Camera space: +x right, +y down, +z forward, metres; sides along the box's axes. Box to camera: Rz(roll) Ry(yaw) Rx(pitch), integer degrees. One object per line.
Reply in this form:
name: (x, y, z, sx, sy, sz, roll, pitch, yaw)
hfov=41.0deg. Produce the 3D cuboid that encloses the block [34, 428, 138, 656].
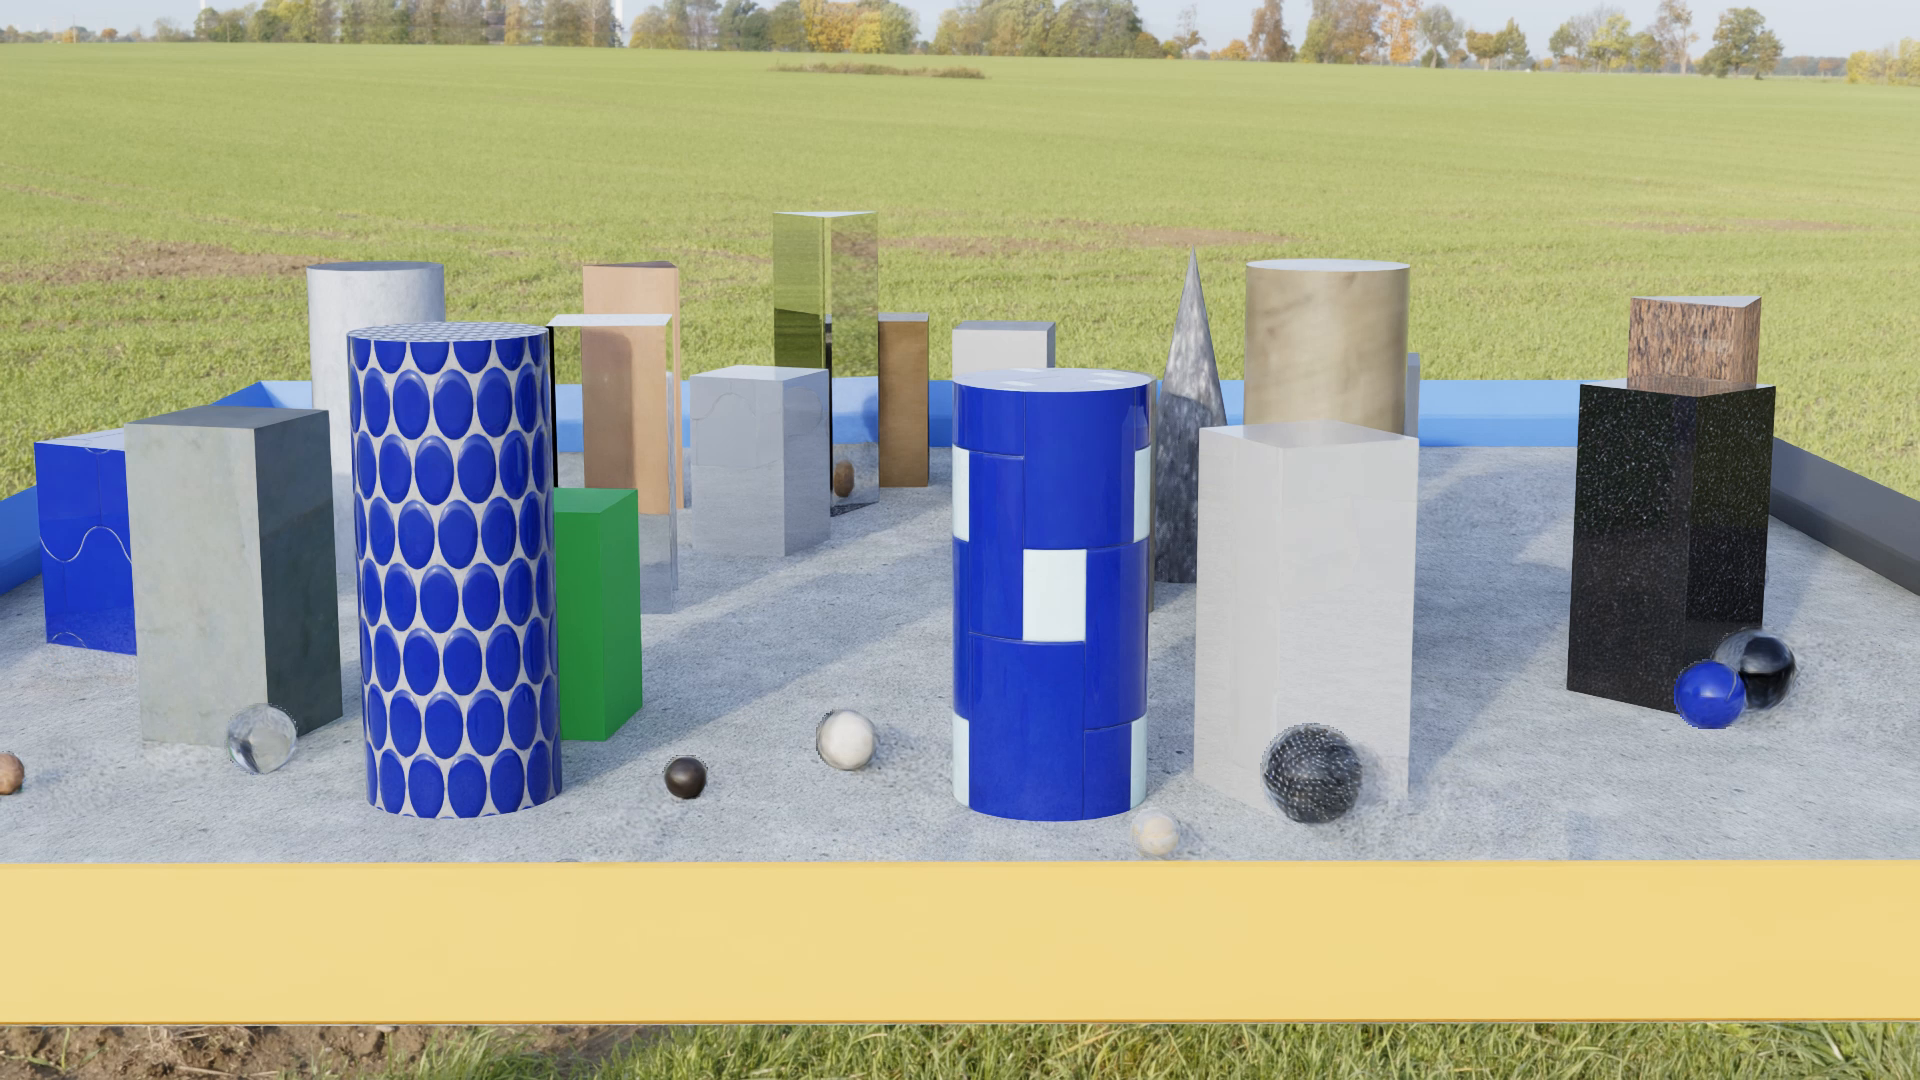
block: (-1.059, -0.002, 3.281, 0.157, 0.258, 0.157, 6, 12, 28)

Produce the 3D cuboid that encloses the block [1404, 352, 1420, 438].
block: (0.536, -0.077, 3.469, 0.157, 0.339, 0.157, 2, 11, 9)

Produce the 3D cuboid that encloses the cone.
cone: (0.332, -0.190, 3.700, 0.196, 0.476, 0.196, 0, 11, 0)

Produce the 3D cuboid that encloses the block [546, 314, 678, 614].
block: (-0.470, -0.105, 3.483, 0.157, 0.388, 0.157, -1, 11, -3)

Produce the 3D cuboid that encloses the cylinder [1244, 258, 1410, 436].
cylinder: (0.443, -0.091, 3.134, 0.196, 0.488, 0.196, 0, 11, 0)

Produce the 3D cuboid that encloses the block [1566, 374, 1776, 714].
block: (0.826, 0.000, 2.985, 0.157, 0.363, 0.157, -9, 14, -40)

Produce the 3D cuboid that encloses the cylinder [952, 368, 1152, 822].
cylinder: (0.090, 0.049, 2.558, 0.196, 0.421, 0.196, 0, 11, 0)

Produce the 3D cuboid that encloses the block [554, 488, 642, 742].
block: (-0.453, 0.079, 2.861, 0.157, 0.253, 0.157, 1, 11, 8)

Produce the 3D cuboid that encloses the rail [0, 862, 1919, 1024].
rail: (0.009, 0.304, 1.984, 2.669, 0.127, 0.045, 0, 11, 0)

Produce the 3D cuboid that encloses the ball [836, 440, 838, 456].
ball: (-0.187, -0.166, 4.662, 0.078, 0.078, 0.078, 0, 11, 0)

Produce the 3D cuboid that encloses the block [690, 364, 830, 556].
block: (-0.304, -0.124, 3.919, 0.157, 0.265, 0.157, 4, 11, 23)

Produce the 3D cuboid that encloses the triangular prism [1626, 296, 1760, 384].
triangular prism: (0.962, -0.091, 3.276, 0.147, 0.435, 0.170, -7, 13, -35)

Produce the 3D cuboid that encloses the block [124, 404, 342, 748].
block: (-0.795, 0.038, 2.820, 0.157, 0.349, 0.157, 3, 11, 16)

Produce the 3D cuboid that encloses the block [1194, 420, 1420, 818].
block: (0.346, 0.073, 2.584, 0.157, 0.365, 0.157, -5, 12, -25)

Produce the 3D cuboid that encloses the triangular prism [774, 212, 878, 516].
triangular prism: (-0.199, -0.296, 4.245, 0.147, 0.486, 0.170, -7, 13, -34)

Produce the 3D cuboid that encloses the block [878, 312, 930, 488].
block: (-0.134, -0.249, 4.527, 0.157, 0.290, 0.157, 0, 11, 1)

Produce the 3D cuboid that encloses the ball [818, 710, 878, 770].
ball: (-0.117, 0.209, 2.682, 0.063, 0.063, 0.063, 0, 11, 0)

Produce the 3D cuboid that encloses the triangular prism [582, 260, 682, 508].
triangular prism: (-0.521, -0.265, 4.315, 0.170, 0.398, 0.147, 3, 11, 17)

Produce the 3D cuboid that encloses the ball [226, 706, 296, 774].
ball: (-0.726, 0.207, 2.667, 0.071, 0.071, 0.071, 0, 11, 0)

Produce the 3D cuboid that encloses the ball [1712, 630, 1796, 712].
ball: (0.900, 0.148, 2.910, 0.093, 0.093, 0.093, 0, 11, 0)

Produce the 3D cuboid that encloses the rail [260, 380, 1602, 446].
rail: (-0.009, -0.239, 4.914, 2.669, 0.127, 0.045, 0, 11, 0)

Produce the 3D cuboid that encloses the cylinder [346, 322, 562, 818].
cylinder: (-0.503, 0.025, 2.563, 0.196, 0.468, 0.196, 0, 11, 0)

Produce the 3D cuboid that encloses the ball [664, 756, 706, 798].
ball: (-0.275, 0.239, 2.577, 0.042, 0.042, 0.042, 0, 11, 0)

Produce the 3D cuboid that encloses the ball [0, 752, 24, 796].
ball: (-0.967, 0.236, 2.590, 0.043, 0.043, 0.043, 0, 11, 0)

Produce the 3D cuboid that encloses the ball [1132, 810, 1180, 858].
ball: (0.182, 0.273, 2.385, 0.044, 0.044, 0.044, 0, 11, 0)

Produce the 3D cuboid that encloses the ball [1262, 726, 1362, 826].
ball: (0.339, 0.226, 2.467, 0.096, 0.096, 0.096, 0, 11, 0)

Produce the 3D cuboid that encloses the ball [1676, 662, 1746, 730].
ball: (0.833, 0.172, 2.846, 0.075, 0.075, 0.075, 0, 11, 0)

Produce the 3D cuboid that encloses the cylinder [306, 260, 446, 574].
cylinder: (-0.850, -0.183, 3.769, 0.196, 0.437, 0.196, 0, 11, 0)

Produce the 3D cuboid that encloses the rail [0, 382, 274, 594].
rail: (-1.311, 0.034, 3.442, 0.045, 0.127, 3.028, 0, 11, 0)

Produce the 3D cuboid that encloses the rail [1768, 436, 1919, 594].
rail: (1.311, 0.031, 3.456, 0.045, 0.127, 3.028, 0, 11, 0)

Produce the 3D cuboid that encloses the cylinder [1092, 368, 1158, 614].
cylinder: (0.166, -0.064, 3.460, 0.196, 0.315, 0.196, 0, 11, 0)

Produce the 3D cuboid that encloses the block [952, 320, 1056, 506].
block: (0.075, -0.216, 4.336, 0.157, 0.294, 0.157, 1, 11, 7)
